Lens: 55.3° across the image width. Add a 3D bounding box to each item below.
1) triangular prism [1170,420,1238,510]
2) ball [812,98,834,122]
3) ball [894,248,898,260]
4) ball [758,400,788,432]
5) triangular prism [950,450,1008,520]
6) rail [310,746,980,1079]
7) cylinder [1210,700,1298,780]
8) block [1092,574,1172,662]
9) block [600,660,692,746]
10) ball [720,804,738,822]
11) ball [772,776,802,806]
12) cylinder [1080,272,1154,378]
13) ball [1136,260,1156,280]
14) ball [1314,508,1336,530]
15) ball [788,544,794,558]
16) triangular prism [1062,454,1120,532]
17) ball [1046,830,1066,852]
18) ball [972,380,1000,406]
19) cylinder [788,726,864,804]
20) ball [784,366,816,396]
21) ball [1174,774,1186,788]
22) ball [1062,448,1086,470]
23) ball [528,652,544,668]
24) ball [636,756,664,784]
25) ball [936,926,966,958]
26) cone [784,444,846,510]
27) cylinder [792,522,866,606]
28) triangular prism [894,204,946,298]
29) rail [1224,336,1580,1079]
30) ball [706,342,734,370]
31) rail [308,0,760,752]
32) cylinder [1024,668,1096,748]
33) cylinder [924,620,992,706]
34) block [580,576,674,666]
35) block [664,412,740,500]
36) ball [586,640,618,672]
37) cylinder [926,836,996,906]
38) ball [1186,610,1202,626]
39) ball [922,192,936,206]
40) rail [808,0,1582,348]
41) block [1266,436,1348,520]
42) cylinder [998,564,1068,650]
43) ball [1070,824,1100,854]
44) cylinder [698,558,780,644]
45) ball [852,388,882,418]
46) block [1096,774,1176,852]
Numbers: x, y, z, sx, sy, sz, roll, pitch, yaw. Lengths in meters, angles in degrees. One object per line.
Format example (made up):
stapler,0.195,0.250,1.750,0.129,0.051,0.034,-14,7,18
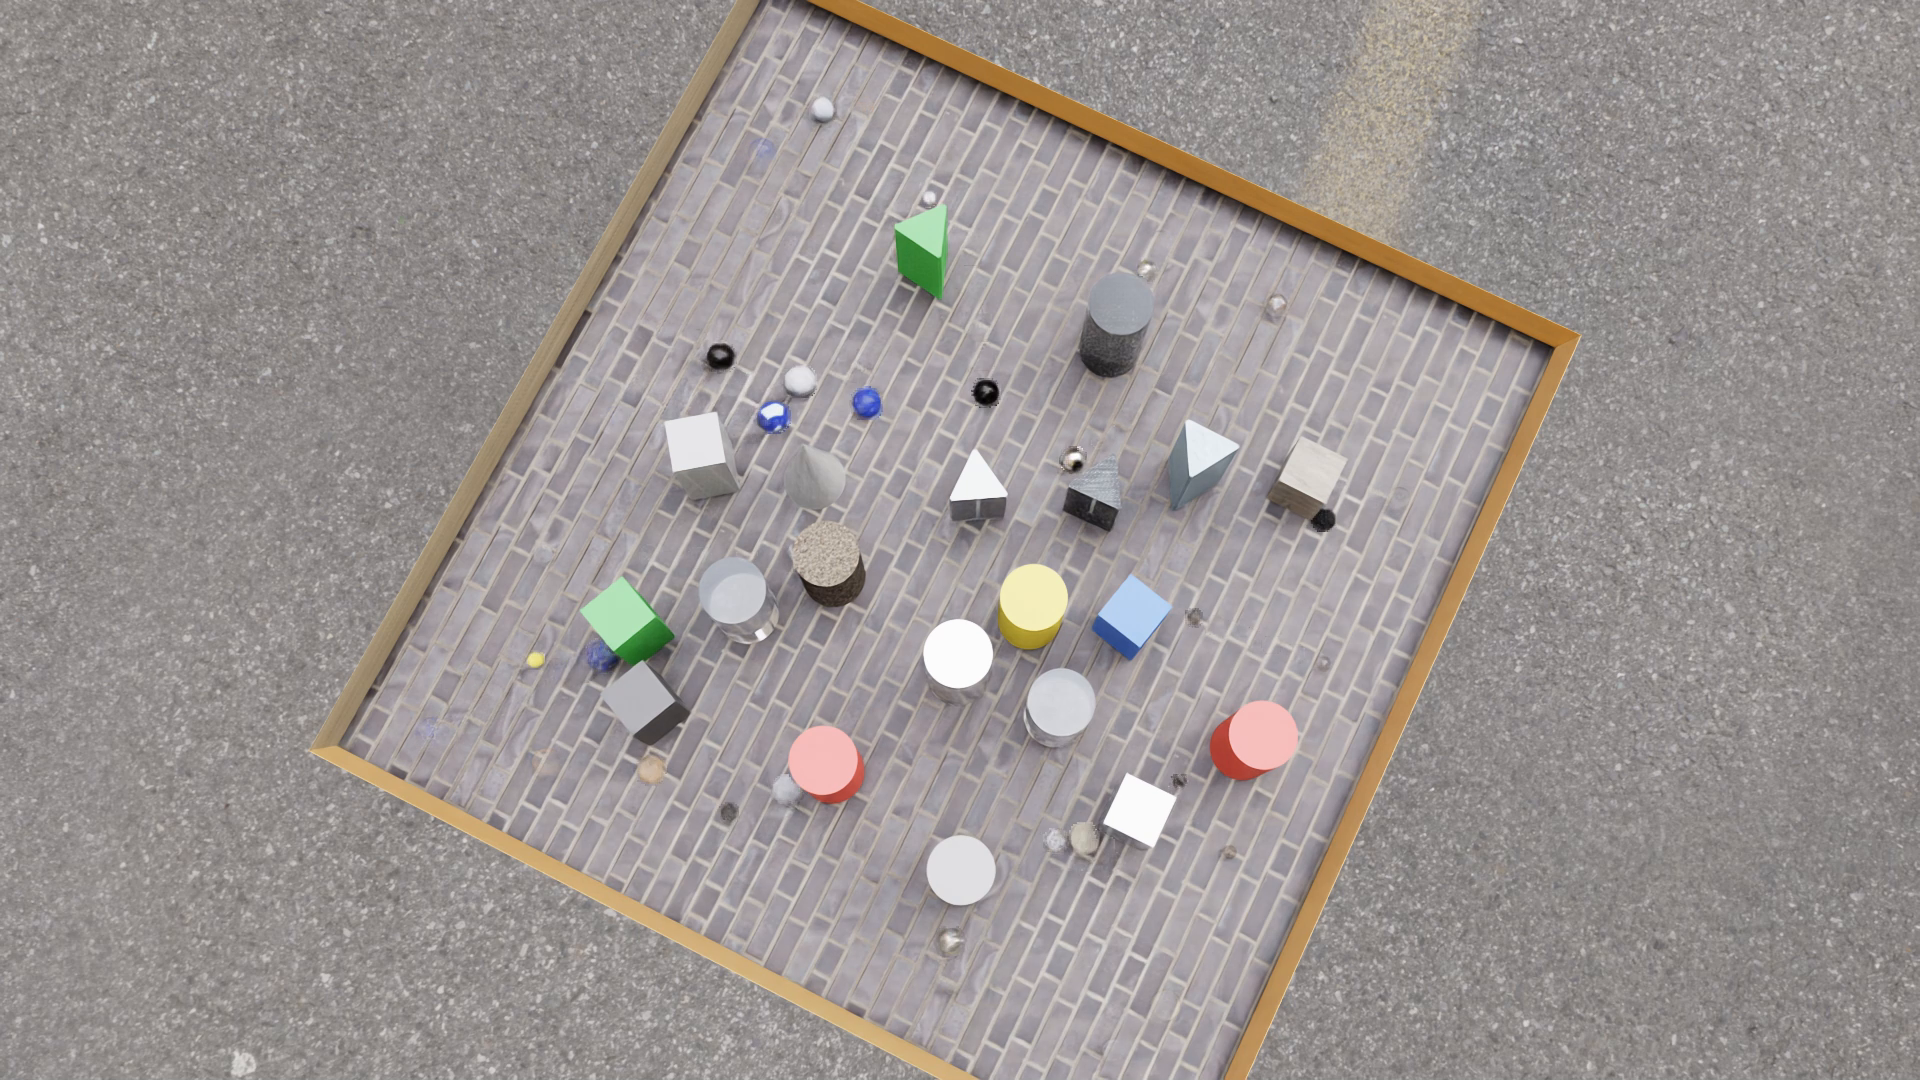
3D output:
triangular prism,0.687,-0.238,5.440,0.166,0.443,0.144,-32,80,-6
ball,-0.439,-1.377,5.864,0.073,0.073,0.073,0,78,0
ball,-0.179,-0.906,5.773,0.060,0.060,0.060,0,78,0
ball,-0.576,-0.381,5.646,0.096,0.096,0.096,0,78,0
triangular prism,0.049,-0.165,5.502,0.166,0.291,0.144,-5,78,-1
rail,-0.625,1.231,5.297,2.842,0.125,0.045,26,80,5
cylinder,0.844,0.583,5.293,0.192,0.398,0.192,0,78,0
block,0.506,0.232,5.424,0.154,0.283,0.154,38,81,7
block,-0.914,0.479,5.353,0.154,0.322,0.154,-39,81,-7
ball,-0.682,0.807,5.423,0.051,0.051,0.051,0,78,0
ball,-0.509,0.740,5.413,0.089,0.089,0.089,0,78,0
cylinder,0.469,-0.644,5.532,0.192,0.427,0.192,0,78,0
ball,0.585,-0.848,5.759,0.063,0.063,0.063,0,78,0
ball,1.114,-0.063,5.595,0.068,0.068,0.068,0,78,0
ball,-0.493,0.036,5.567,0.059,0.059,0.059,0,78,0
triangular prism,0.420,-0.156,5.488,0.166,0.315,0.144,25,79,5
ball,0.283,0.886,5.401,0.063,0.063,0.063,0,78,0
ball,0.081,-0.457,5.669,0.082,0.082,0.082,0,78,0
cylinder,-0.381,0.651,5.285,0.192,0.386,0.192,0,78,0
ball,-0.495,-0.492,5.669,0.096,0.096,0.096,0,78,0
ball,0.653,0.718,5.447,0.040,0.040,0.040,0,78,0
ball,0.349,-0.249,5.631,0.073,0.073,0.073,0,78,0
ball,-1.278,0.362,5.518,0.047,0.047,0.047,0,78,0
ball,-0.918,0.680,5.434,0.082,0.082,0.082,0,78,0
ball,-0.027,1.169,5.331,0.086,0.086,0.086,0,78,0
cone,-0.448,-0.231,5.444,0.192,0.431,0.192,0,78,0
cylinder,-0.384,0.075,5.423,0.192,0.350,0.192,0,78,0
triangular prism,-0.086,-0.901,5.613,0.166,0.371,0.144,35,80,7
rail,1.250,0.619,5.424,0.045,0.125,2.843,26,80,5
ball,-0.743,-0.569,5.690,0.087,0.087,0.087,0,78,0
rail,-1.250,-0.605,5.677,0.045,0.125,2.843,26,80,5
cylinder,0.287,0.492,5.338,0.192,0.346,0.192,0,78,0
cylinder,-0.005,0.361,5.317,0.192,0.440,0.192,0,78,0
block,-0.970,0.246,5.377,0.154,0.369,0.154,-40,81,-8
block,-0.767,-0.247,5.481,0.154,0.366,0.154,-11,79,-2
ball,-1.071,0.346,5.494,0.096,0.096,0.096,0,78,0
cylinder,0.003,0.952,5.263,0.192,0.307,0.192,0,78,0
ball,0.708,0.235,5.544,0.047,0.047,0.047,0,78,0
ball,-0.097,-1.085,5.819,0.043,0.043,0.043,0,78,0
rail,0.625,-1.218,5.804,2.842,0.125,0.045,26,80,5
block,1.045,-0.184,5.535,0.154,0.234,0.154,27,80,5
cylinder,0.210,0.200,5.386,0.192,0.371,0.192,0,78,0
ball,0.368,0.877,5.382,0.088,0.088,0.088,0,78,0
cylinder,-0.645,0.181,5.382,0.192,0.385,0.192,0,78,0
ball,-0.287,-0.422,5.657,0.092,0.092,0.092,0,78,0
block,0.504,0.789,5.288,0.154,0.324,0.154,26,79,5
